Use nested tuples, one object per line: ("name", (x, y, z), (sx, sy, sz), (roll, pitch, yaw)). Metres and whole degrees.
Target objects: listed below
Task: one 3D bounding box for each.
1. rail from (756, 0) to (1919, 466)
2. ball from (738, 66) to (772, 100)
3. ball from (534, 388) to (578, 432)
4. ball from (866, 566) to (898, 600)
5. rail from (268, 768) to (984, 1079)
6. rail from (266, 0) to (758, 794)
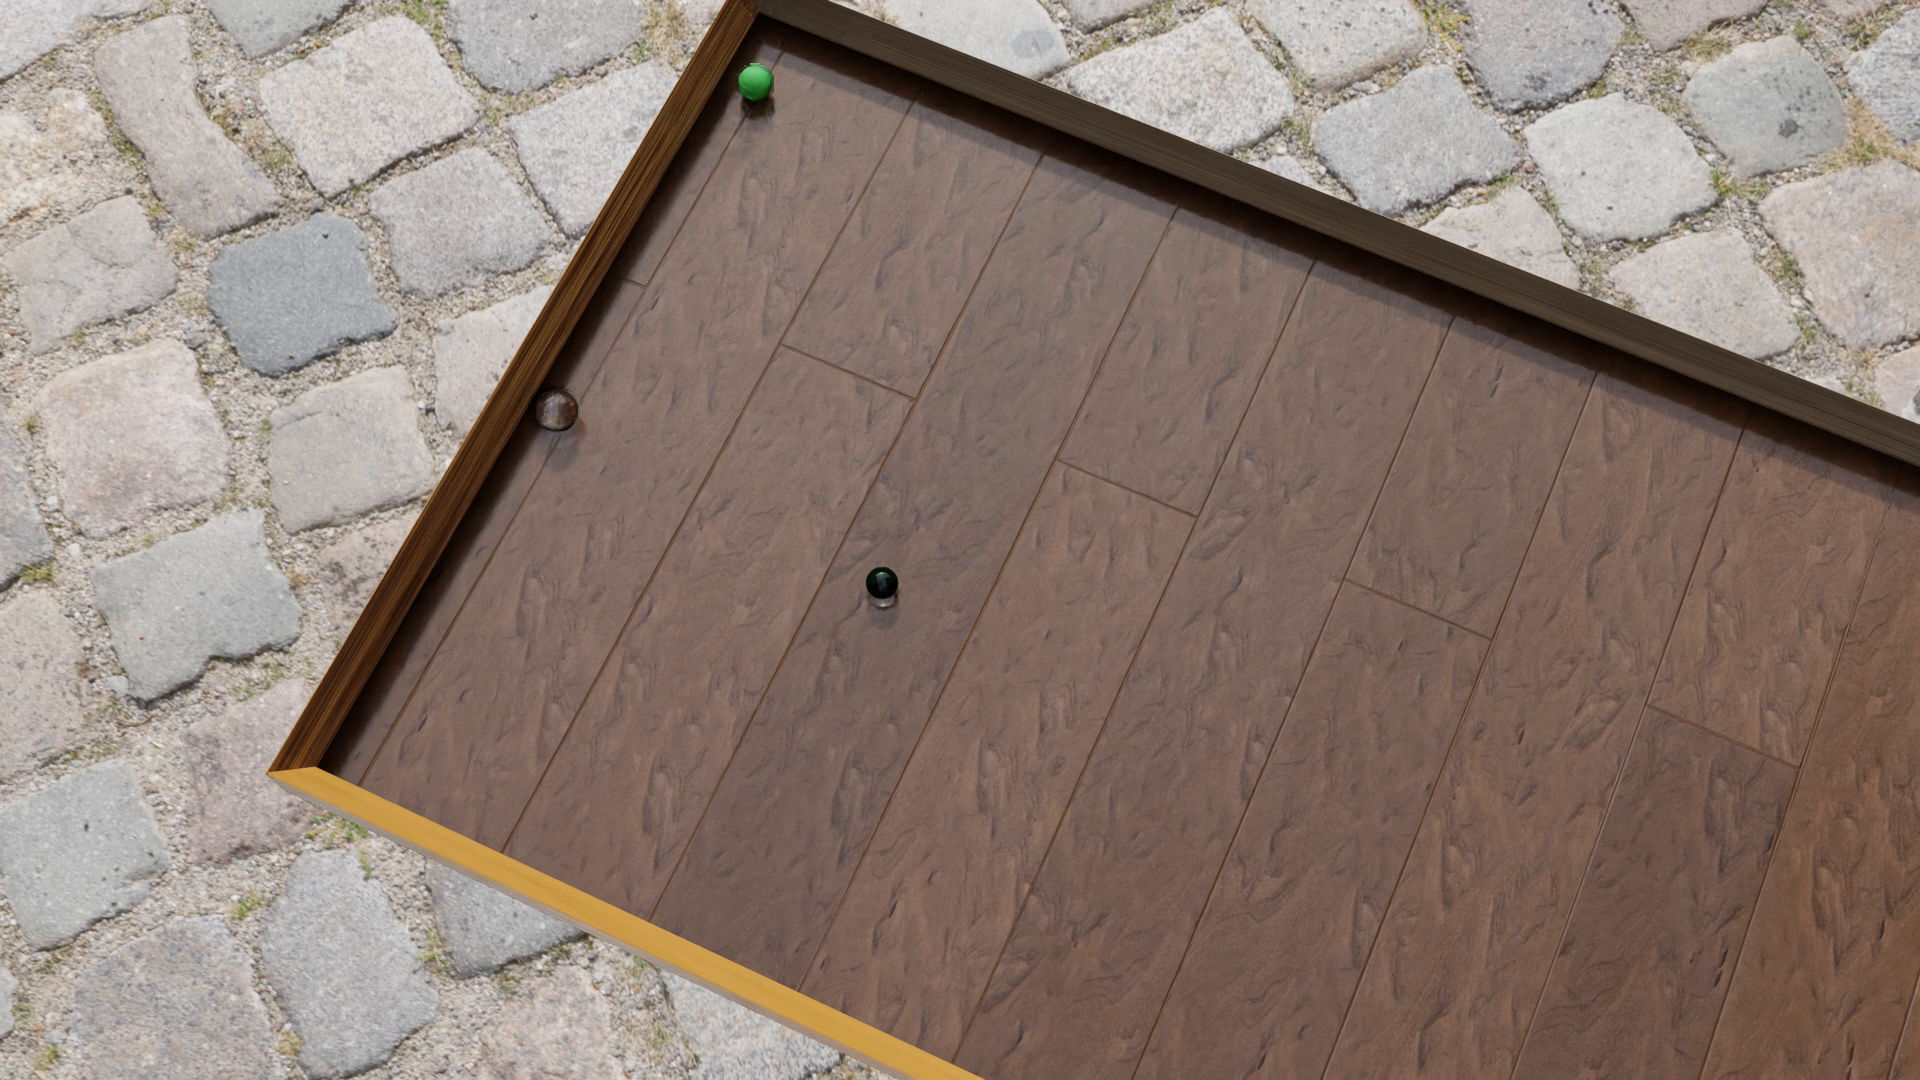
("rail", (1.027, -0.357, 3.612), (3.103, 0.091, 0.045), (23, 70, 9))
("ball", (-0.354, -0.789, 3.801), (0.060, 0.060, 0.060), (0, 68, 0))
("ball", (-0.654, -0.210, 3.565), (0.070, 0.070, 0.070), (0, 68, 0))
("ball", (-0.123, 0.067, 3.464), (0.052, 0.052, 0.052), (0, 68, 0))
("rail", (0.383, 0.947, 3.092), (3.103, 0.091, 0.045), (23, 70, 9))
("rail", (-0.684, -0.297, 3.588), (0.045, 0.091, 1.591), (23, 70, 9))
